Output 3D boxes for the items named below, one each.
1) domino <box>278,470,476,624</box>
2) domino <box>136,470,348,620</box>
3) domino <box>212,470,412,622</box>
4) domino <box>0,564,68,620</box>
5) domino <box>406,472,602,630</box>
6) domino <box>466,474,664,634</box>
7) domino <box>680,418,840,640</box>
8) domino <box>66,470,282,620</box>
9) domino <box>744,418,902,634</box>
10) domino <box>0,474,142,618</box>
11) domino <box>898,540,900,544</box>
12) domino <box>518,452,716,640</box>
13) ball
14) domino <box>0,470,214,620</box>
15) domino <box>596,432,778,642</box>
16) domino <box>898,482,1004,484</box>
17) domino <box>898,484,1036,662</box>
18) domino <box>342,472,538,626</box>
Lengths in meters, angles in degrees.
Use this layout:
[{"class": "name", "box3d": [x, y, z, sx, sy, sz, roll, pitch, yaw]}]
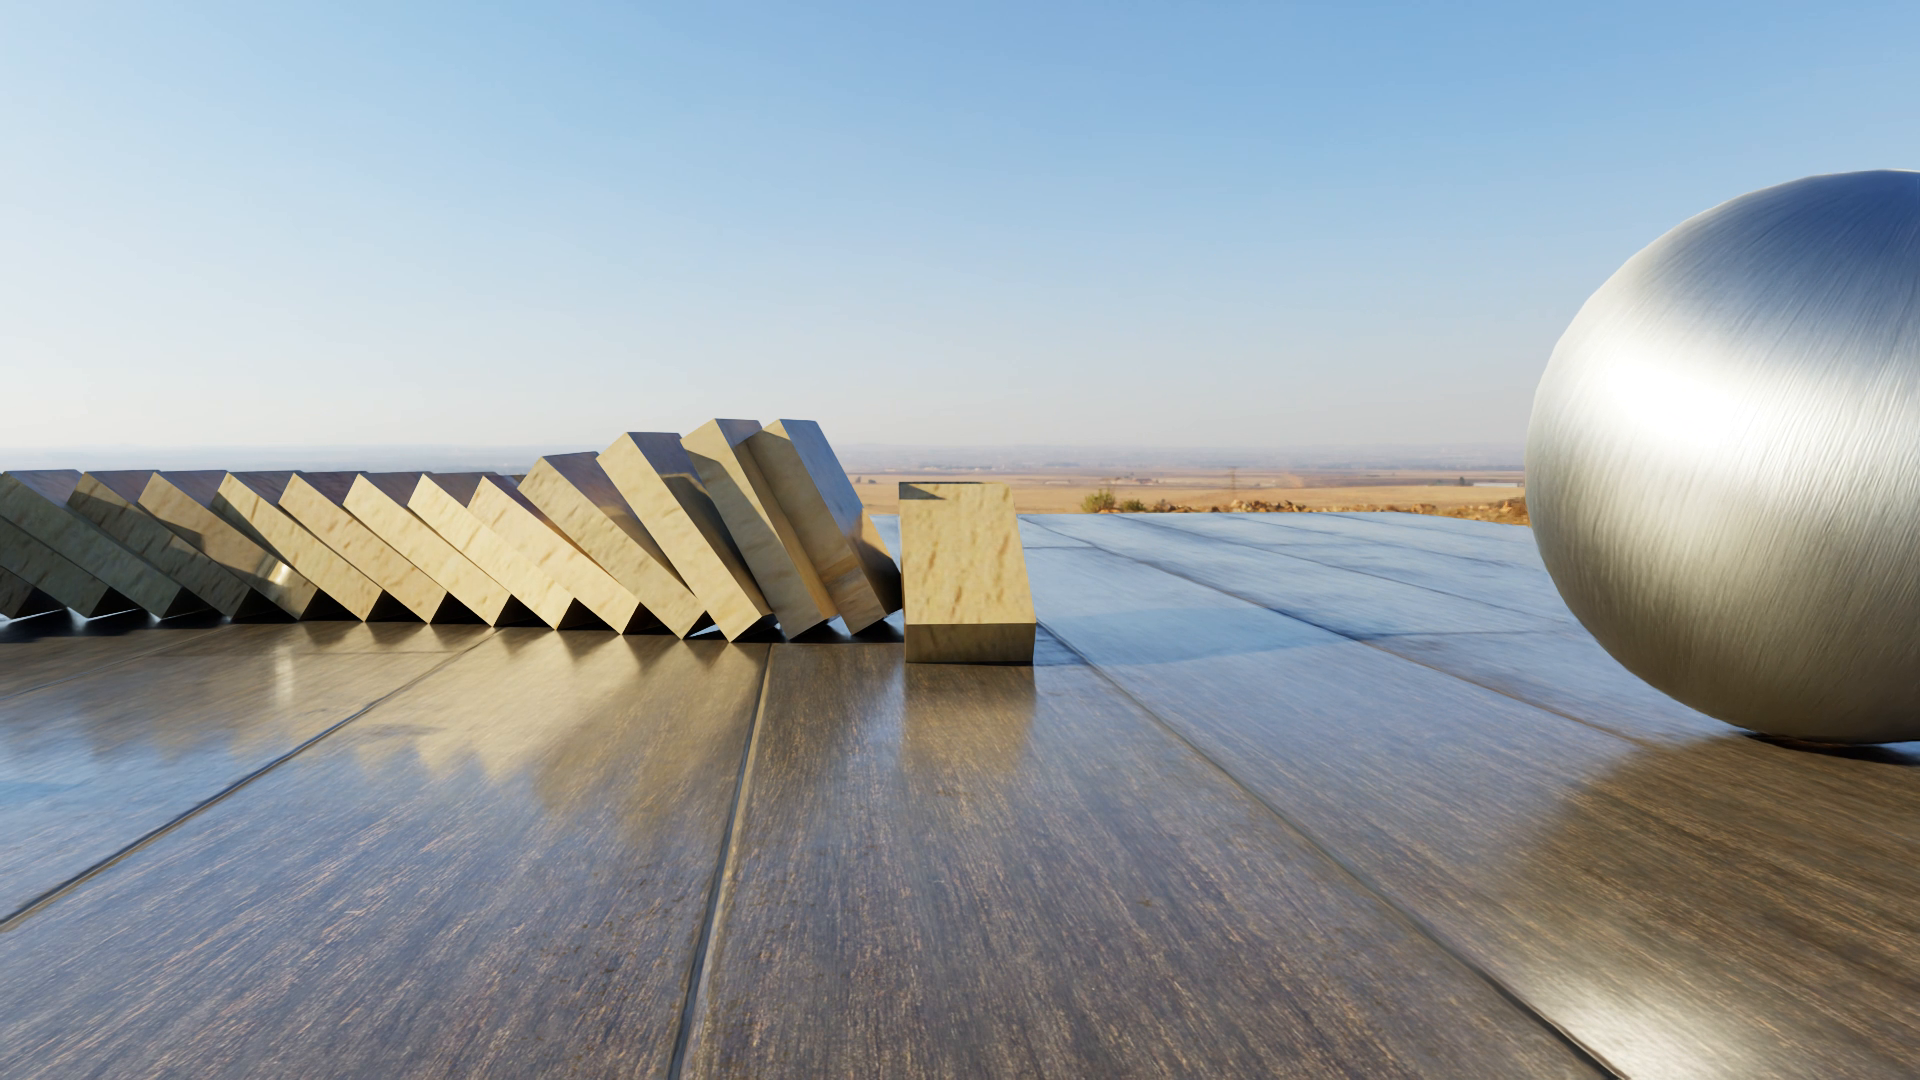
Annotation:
[{"class": "domino", "box3d": [-0.140, 0.001, 0.319, 0.050, 0.010, 0.025, 35, 12, 10]}, {"class": "domino", "box3d": [-0.176, 0.000, 0.323, 0.050, 0.009, 0.025, 34, 8, 4]}, {"class": "domino", "box3d": [-0.158, 0.001, 0.322, 0.050, 0.010, 0.025, 35, 10, 8]}, {"class": "domino", "box3d": [-0.247, 0.001, 0.316, 0.050, 0.010, 0.025, 34, -2, -9]}, {"class": "domino", "box3d": [-0.105, 0.002, 0.310, 0.050, 0.009, 0.025, 36, 15, 14]}, {"class": "domino", "box3d": [-0.089, 0.002, 0.303, 0.050, 0.009, 0.025, 35, 15, 14]}, {"class": "domino", "box3d": [-0.042, -0.003, 0.291, 0.009, 0.050, 0.025, -30, -3, 14]}, {"class": "domino", "box3d": [-0.193, 0.000, 0.324, 0.050, 0.009, 0.025, 34, 7, 2]}, {"class": "domino", "box3d": [-0.029, -0.004, 0.298, 0.009, 0.050, 0.025, -30, -3, 13]}, {"class": "domino", "box3d": [-0.230, 0.000, 0.320, 0.050, 0.009, 0.025, 34, 1, -5]}, {"class": "domino", "box3d": [-0.002, 0.004, 0.307, 0.025, 0.010, 0.050, 0, 32, -5]}, {"class": "domino", "box3d": [-0.074, 0.000, 0.292, 0.050, 0.009, 0.025, 42, 13, 5]}, {"class": "ball", "box3d": [0.124, -0.011, 0.183, 0.080, 0.080, 0.080, 0, 4, 0]}, {"class": "domino", "box3d": [-0.212, 0.000, 0.322, 0.050, 0.009, 0.025, 34, 3, -2]}, {"class": "domino", "box3d": [-0.058, -0.002, 0.288, 0.010, 0.050, 0.025, -38, -5, 14]}, {"class": "domino", "box3d": [-0.001, 0.004, 0.287, 0.025, 0.010, 0.050, 0, 35, -5]}, {"class": "domino", "box3d": [0.000, 0.006, 0.269, 0.025, 0.009, 0.050, 0, 35, -5]}, {"class": "domino", "box3d": [-0.123, 0.001, 0.315, 0.050, 0.009, 0.025, 35, 13, 12]}]
